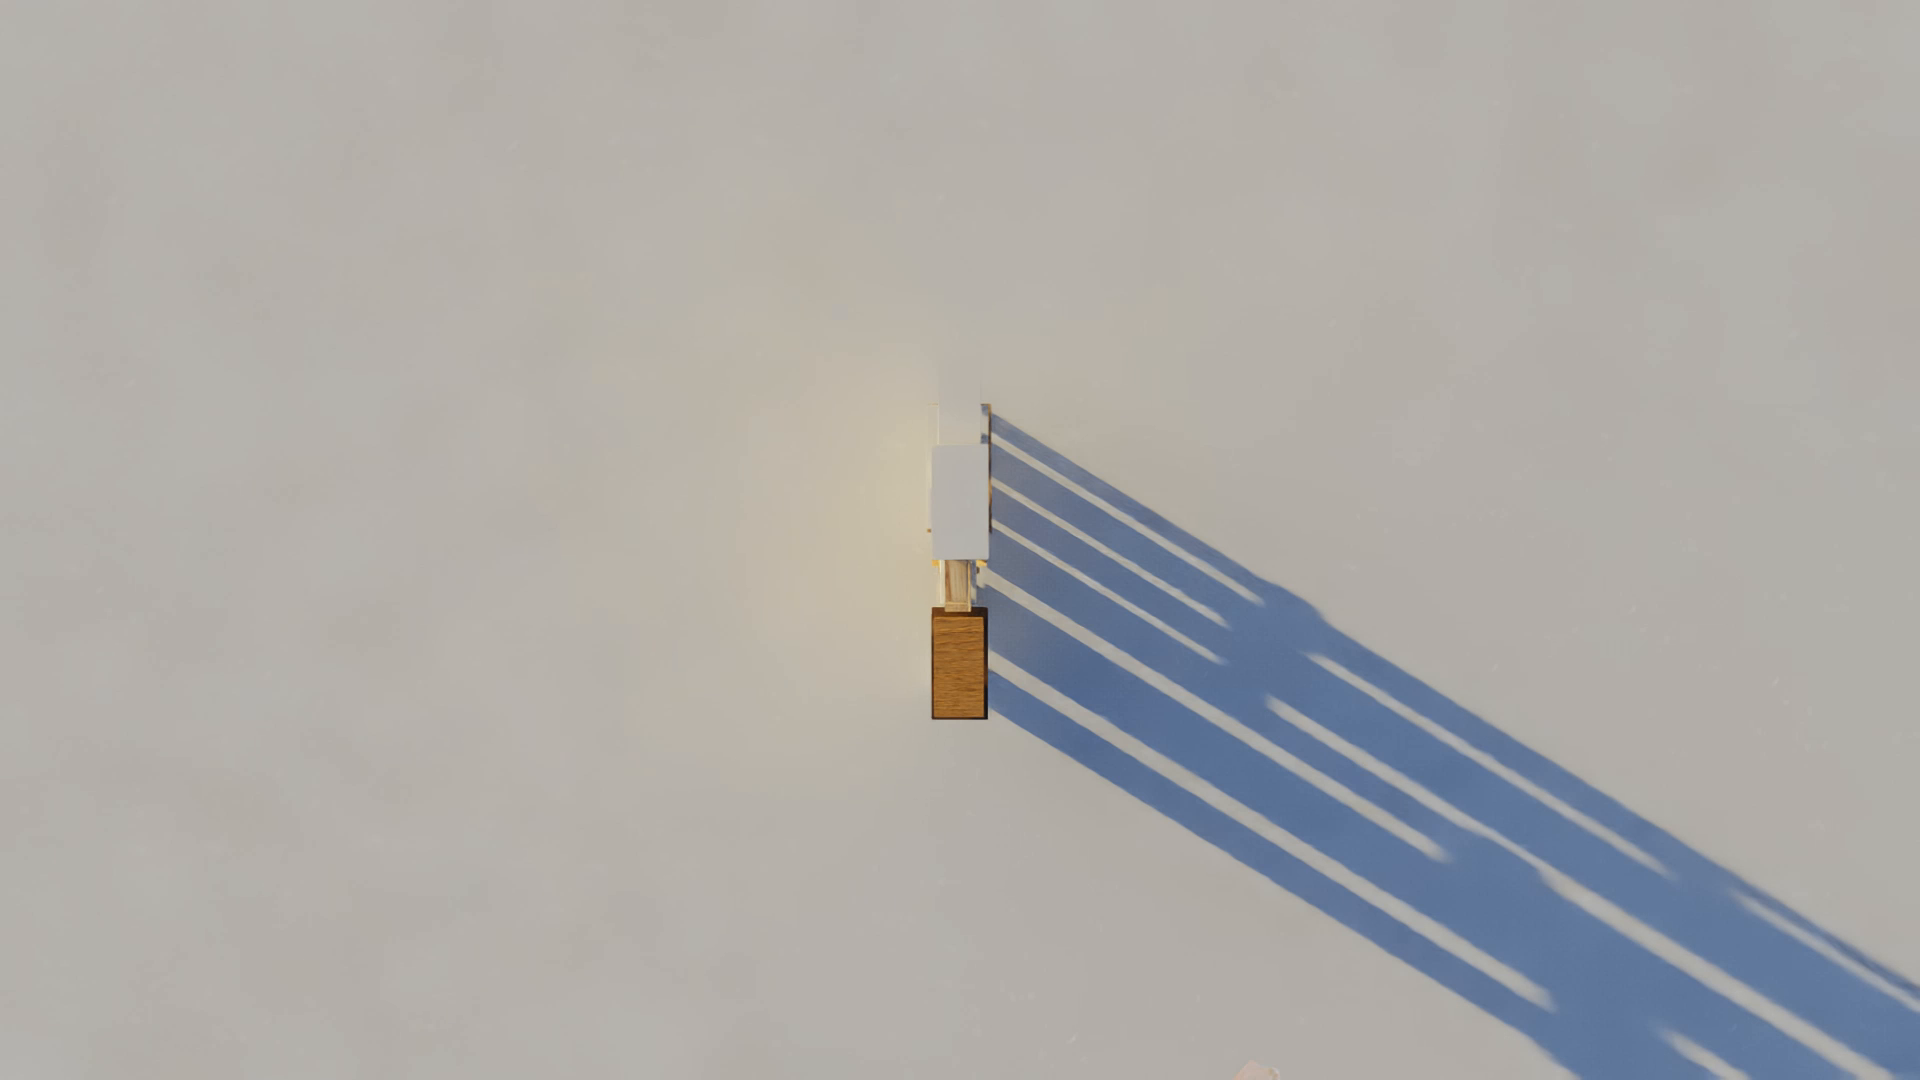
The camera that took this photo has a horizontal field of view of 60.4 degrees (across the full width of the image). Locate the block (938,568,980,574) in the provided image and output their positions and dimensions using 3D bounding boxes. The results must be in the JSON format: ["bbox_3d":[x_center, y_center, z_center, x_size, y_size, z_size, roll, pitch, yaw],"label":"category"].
[{"bbox_3d":[-0.002,0.205,4.904,0.122,0.035,0.245,0,90,0],"label":"block"}]

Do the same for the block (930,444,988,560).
[{"bbox_3d":[0.000,-0.088,3.821,0.133,0.038,0.266,0,90,0],"label":"block"}]

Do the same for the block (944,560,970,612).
[{"bbox_3d":[-0.005,0.116,4.213,0.066,0.019,0.132,0,90,0],"label":"block"}]

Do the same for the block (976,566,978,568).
[{"bbox_3d":[-0.003,0.064,5.242,0.121,0.034,0.241,0,90,0],"label":"block"}]

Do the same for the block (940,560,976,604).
[{"bbox_3d":[-0.005,0.073,4.368,0.095,0.027,0.191,0,90,0],"label":"block"}]

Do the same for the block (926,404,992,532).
[{"bbox_3d":[-0.003,-0.194,4.483,0.175,0.049,0.349,0,90,0],"label":"block"}]

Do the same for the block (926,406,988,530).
[{"bbox_3d":[-0.007,-0.182,4.128,0.154,0.044,0.309,0,90,0],"label":"block"}]

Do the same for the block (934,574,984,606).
[{"bbox_3d":[-0.001,0.232,4.592,0.138,0.039,0.275,0,90,0],"label":"block"}]

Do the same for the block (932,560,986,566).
[{"bbox_3d":[-0.002,-0.083,4.880,0.161,0.046,0.322,0,90,0],"label":"block"}]

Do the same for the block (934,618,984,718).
[{"bbox_3d":[-0.003,0.307,3.986,0.119,0.034,0.239,0,90,0],"label":"block"}]

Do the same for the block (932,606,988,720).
[{"bbox_3d":[-0.001,0.318,4.262,0.145,0.041,0.290,0,90,0],"label":"block"}]

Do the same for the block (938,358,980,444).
[{"bbox_3d":[-0.001,-0.325,3.890,0.101,0.029,0.202,0,90,0],"label":"block"}]
